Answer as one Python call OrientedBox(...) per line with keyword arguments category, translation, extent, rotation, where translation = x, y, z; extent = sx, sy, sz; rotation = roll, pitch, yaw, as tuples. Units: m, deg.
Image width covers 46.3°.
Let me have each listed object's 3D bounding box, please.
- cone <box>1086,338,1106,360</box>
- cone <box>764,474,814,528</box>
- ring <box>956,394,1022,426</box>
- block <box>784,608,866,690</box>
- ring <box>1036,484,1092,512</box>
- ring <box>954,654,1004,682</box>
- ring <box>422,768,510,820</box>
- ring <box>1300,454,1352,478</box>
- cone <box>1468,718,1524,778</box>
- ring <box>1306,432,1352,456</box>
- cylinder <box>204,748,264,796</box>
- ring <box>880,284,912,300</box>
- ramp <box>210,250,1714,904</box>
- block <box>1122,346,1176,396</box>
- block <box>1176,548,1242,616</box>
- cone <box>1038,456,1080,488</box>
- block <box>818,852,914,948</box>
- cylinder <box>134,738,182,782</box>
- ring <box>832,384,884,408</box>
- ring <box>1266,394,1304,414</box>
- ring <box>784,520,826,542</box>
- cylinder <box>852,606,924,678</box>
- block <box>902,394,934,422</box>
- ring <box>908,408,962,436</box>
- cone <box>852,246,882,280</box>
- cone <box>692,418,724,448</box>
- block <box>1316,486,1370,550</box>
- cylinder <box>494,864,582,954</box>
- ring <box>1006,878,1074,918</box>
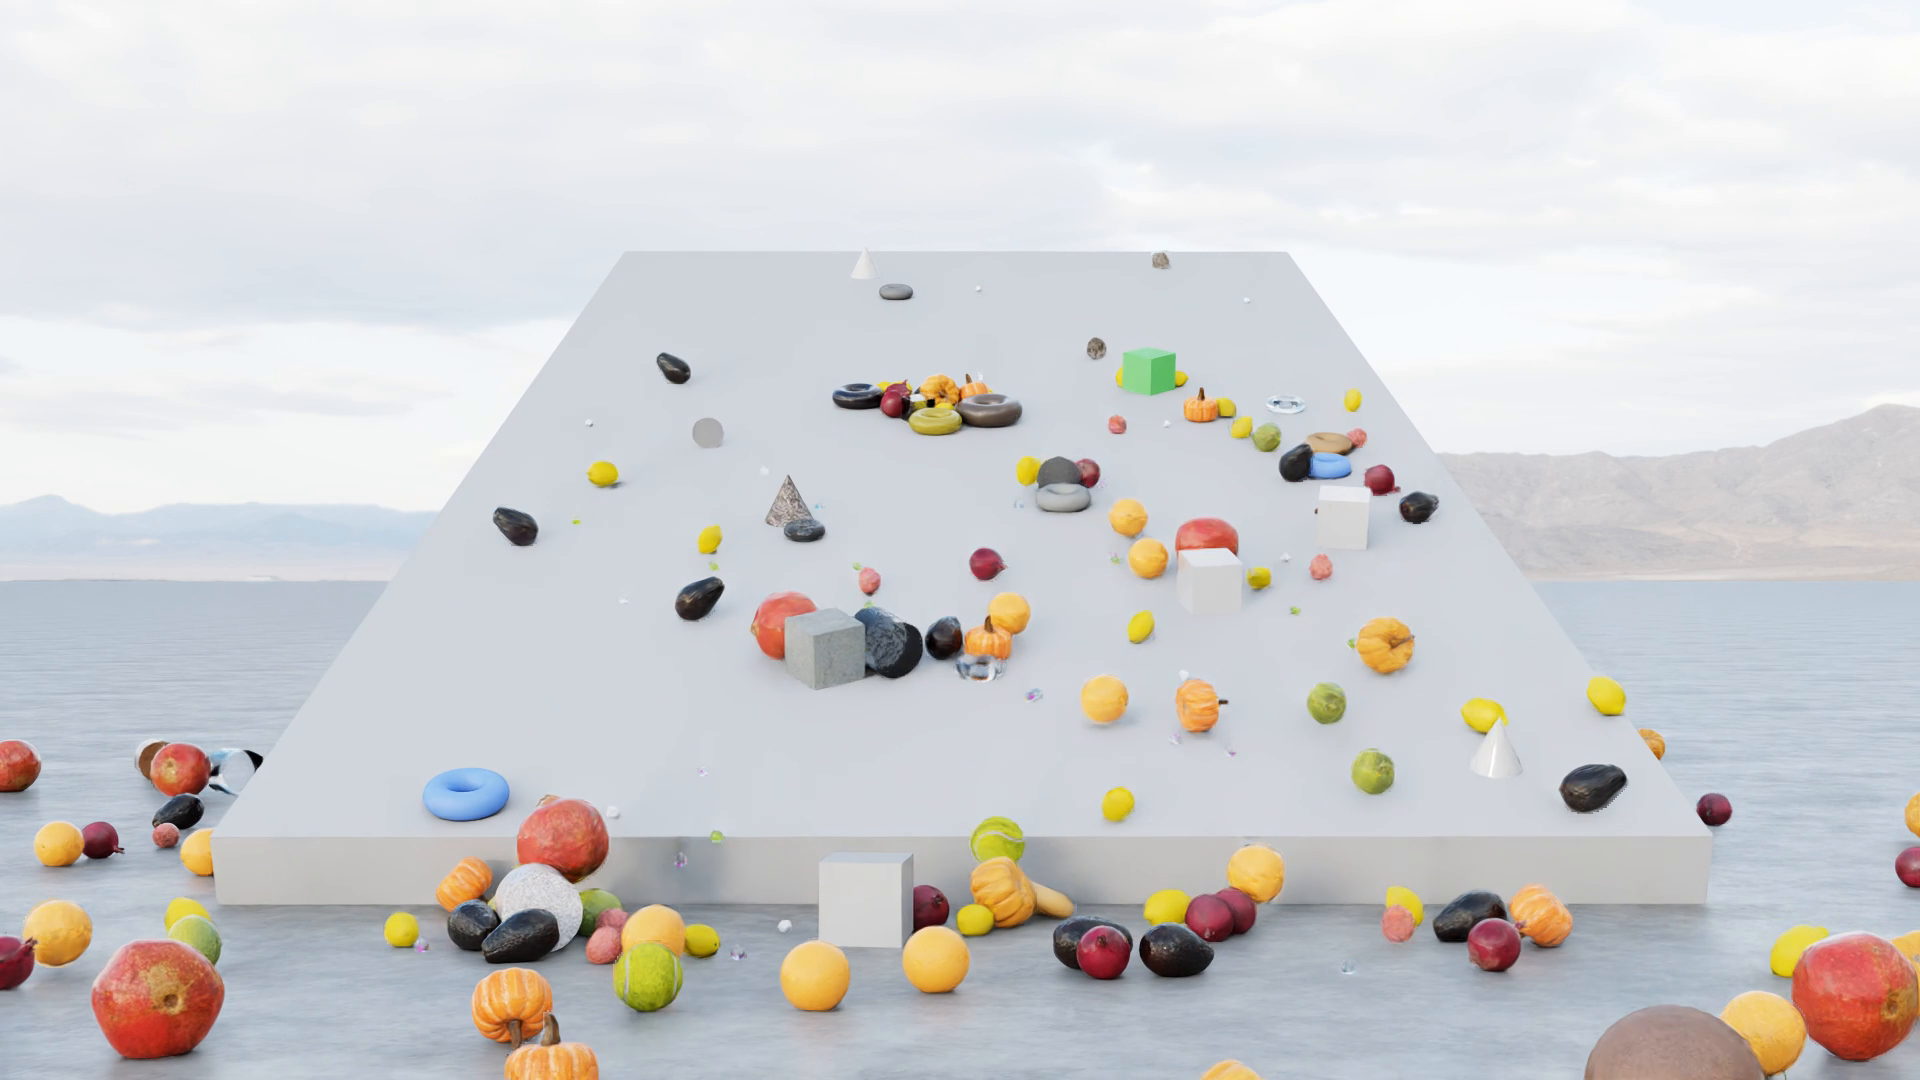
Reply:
OrientedBox(category="cone", translation=(0.324, -0.464, 5.516), extent=(0.053, 0.053, 0.053), rotation=(0, -11, -28))
OrientedBox(category="cone", translation=(-0.325, -0.082, 4.261), extent=(0.093, 0.093, 0.093), rotation=(0, 18, 0))
OrientedBox(category="ring", translation=(0.064, -0.286, 4.944), extent=(0.148, 0.049, 0.148), rotation=(-1, 18, 0))
OrientedBox(category="block", translation=(-0.211, 0.170, 3.511), extent=(0.091, 0.091, 0.091), rotation=(-12, 22, -31))
OrientedBox(category="ring", translation=(0.201, -0.082, 4.353), extent=(0.109, 0.036, 0.109), rotation=(-1, 18, 0))
OrientedBox(category="ring", translation=(0.030, 0.200, 3.524), extent=(0.078, 0.026, 0.078), rotation=(1, 18, 0))
OrientedBox(category="ring", translation=(-0.674, 0.347, 3.063), extent=(0.116, 0.039, 0.116), rotation=(1, 19, 0))
OrientedBox(category="ring", translation=(0.745, -0.151, 4.567), extent=(0.102, 0.034, 0.102), rotation=(1, 19, 0))
OrientedBox(category="cone", translation=(0.763, 0.287, 3.185), extent=(0.078, 0.078, 0.078), rotation=(0, 18, 0))
OrientedBox(category="ring", translation=(0.775, -0.201, 4.719), extent=(0.098, 0.033, 0.098), rotation=(1, 19, 0))
OrientedBox(category="cylinder", translation=(-1.458, 0.467, 4.515), extent=(0.092, 0.092, 0.092), rotation=(1, -1, -43))
OrientedBox(category="ring", translation=(-0.175, -0.681, 6.153), extent=(0.094, 0.031, 0.094), rotation=(1, 20, 0))
OrientedBox(category="ramp", translation=(-0.004, -0.192, 4.896), extent=(2.000, 0.100, 4.000), rotation=(0, 18, 0))
OrientedBox(category="block", translation=(0.438, -0.392, 5.203), extent=(0.087, 0.087, 0.087), rotation=(-17, 25, -41))
OrientedBox(category="block", translation=(0.424, 0.070, 3.820), extent=(0.086, 0.086, 0.086), rotation=(-4, 19, -11))
OrientedBox(category="cone", translation=(0.195, -0.116, 4.451), extent=(0.085, 0.085, 0.085), rotation=(0, -8, 2))
OrientedBox(category="block", translation=(-0.113, 0.435, 2.720), extent=(0.100, 0.100, 0.100), rotation=(0, -1, 7))
OrientedBox(category="cylinder", translation=(-1.726, 0.474, 4.827), extent=(0.088, 0.088, 0.088), rotation=(0, -1, -27))
OrientedBox(category="ring", translation=(-0.230, -0.326, 5.077), extent=(0.119, 0.040, 0.119), rotation=(-1, 18, 0))
OrientedBox(category="ring", translation=(0.731, -0.305, 5.036), extent=(0.087, 0.029, 0.087), rotation=(0, 17, 0))
OrientedBox(category="ring", translation=(-0.289, -0.018, 4.176), extent=(0.079, 0.026, 0.079), rotation=(-1, 19, 0))
OrientedBox(category="cylinder", translation=(-0.120, 0.161, 3.538), extent=(0.091, 0.091, 0.091), rotation=(1, 15, -34))
OrientedBox(category="block", translation=(-0.092, -0.288, 4.945), extent=(0.052, 0.052, 0.052), rotation=(-12, 22, -32))
OrientedBox(category="ring", translation=(-0.054, -0.258, 4.874), extent=(0.117, 0.039, 0.117), rotation=(0, 20, 0))
OrientedBox(category="cone", translation=(-0.269, -0.799, 6.413), extent=(0.089, 0.089, 0.089), rotation=(0, 18, 0))
OrientedBox(category="cone", translation=(-0.537, -0.221, 4.777), extent=(0.067, 0.067, 0.067), rotation=(0, -9, -6))
OrientedBox(category="block", translation=(0.709, -0.041, 4.146), extent=(0.092, 0.092, 0.092), rotation=(4, 19, 11))
OrientedBox(category="cylinder", translation=(-0.502, 0.437, 2.669), extent=(0.094, 0.094, 0.094), rotation=(0, -1, -17))
OrientedBox(category="ring", translation=(0.103, 0.462, 2.894), extent=(0.094, 0.031, 0.094), rotation=(21, -10, 4))
